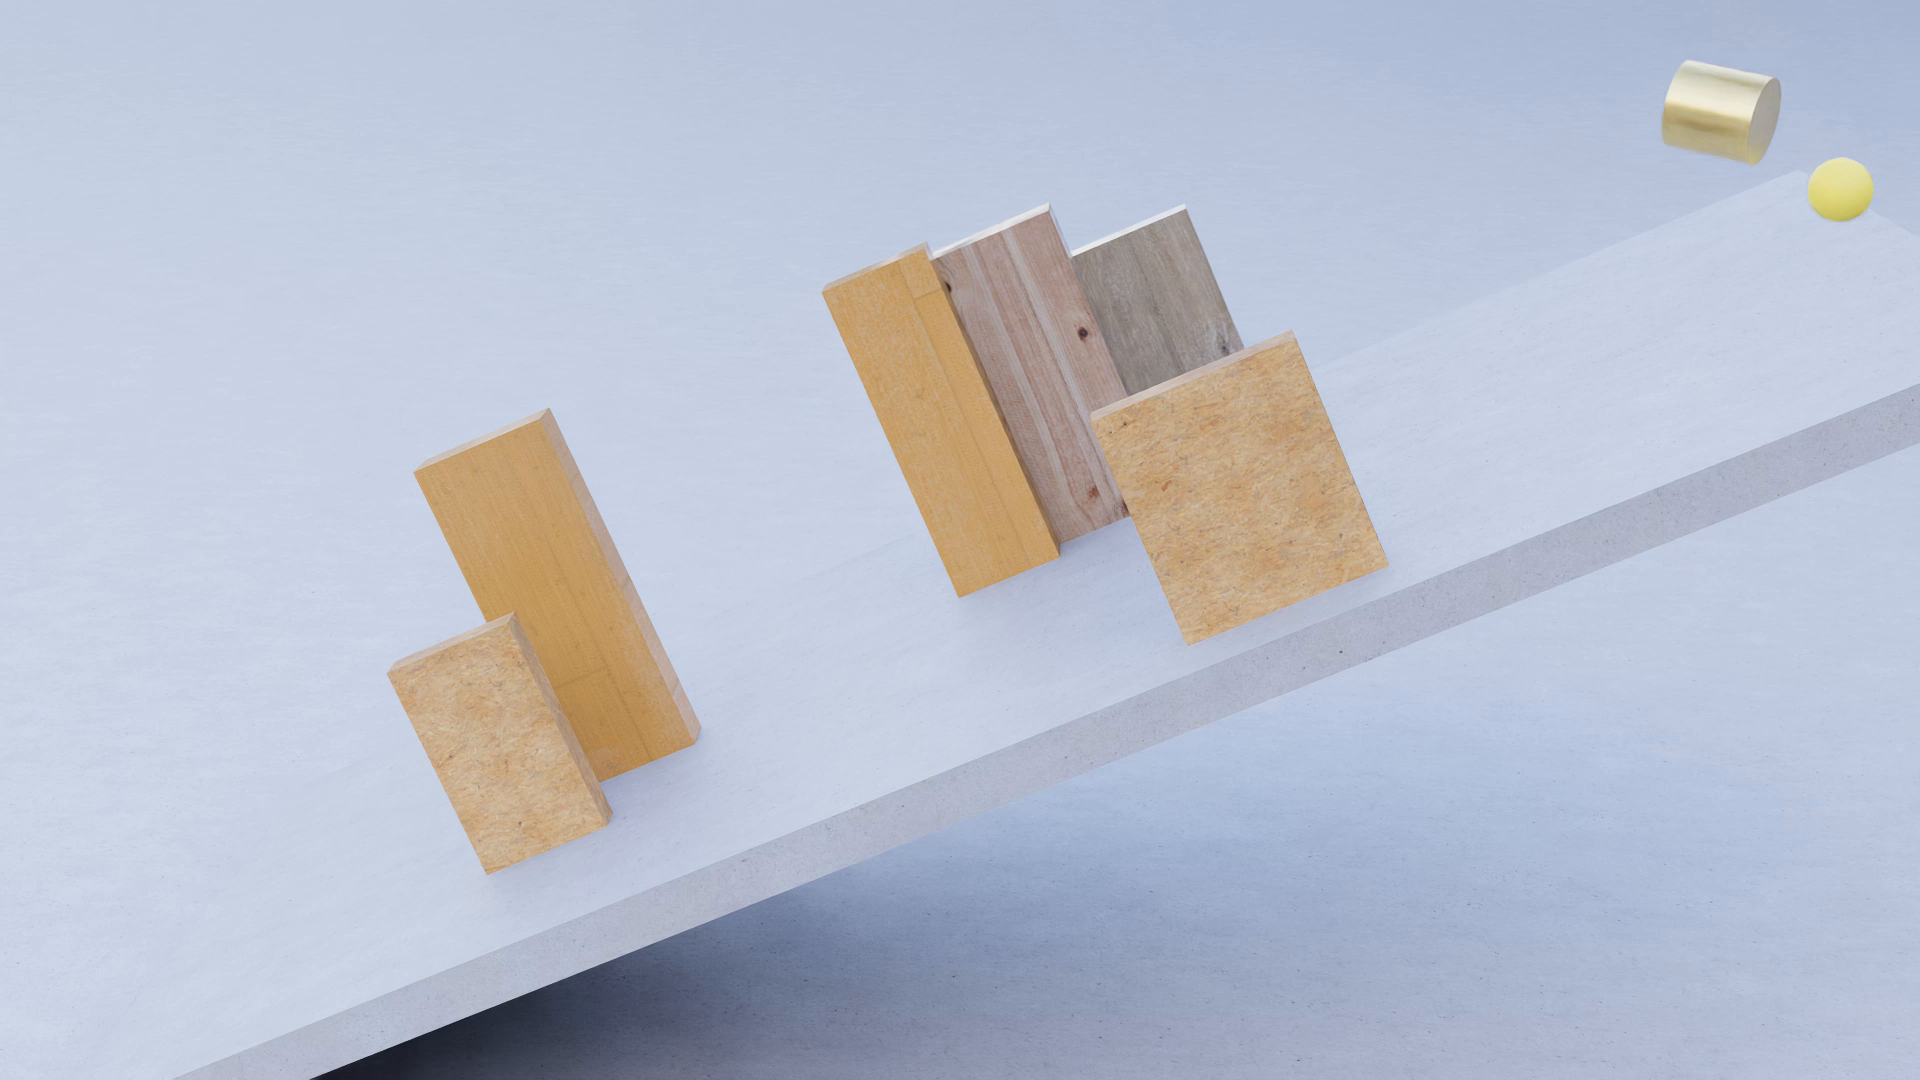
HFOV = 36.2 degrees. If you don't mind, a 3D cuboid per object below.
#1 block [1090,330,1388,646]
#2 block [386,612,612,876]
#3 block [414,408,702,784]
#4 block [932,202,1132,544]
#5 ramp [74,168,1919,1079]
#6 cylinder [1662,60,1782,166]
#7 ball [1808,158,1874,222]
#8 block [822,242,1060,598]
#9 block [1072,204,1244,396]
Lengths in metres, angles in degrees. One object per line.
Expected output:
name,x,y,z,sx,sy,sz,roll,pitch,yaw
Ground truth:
block,0.511,-0.094,5.381,0.397,0.459,0.081,-22,13,8
block,-0.926,0.411,5.937,0.269,0.464,0.087,-22,13,8
block,-0.848,0.132,6.240,0.294,0.768,0.114,-22,13,8
block,0.198,-0.363,6.518,0.296,0.697,0.131,-22,13,8
ramp,0.130,0.171,6.286,4.000,0.100,2.000,-22,13,8
cylinder,1.521,-0.854,5.876,0.178,0.178,0.178,18,22,29
ball,1.788,-0.711,5.969,0.130,0.130,0.130,0,15,0
block,-0.037,-0.260,6.426,0.242,0.740,0.101,-22,13,8
block,0.473,-0.479,6.896,0.334,0.521,0.084,-22,13,8
